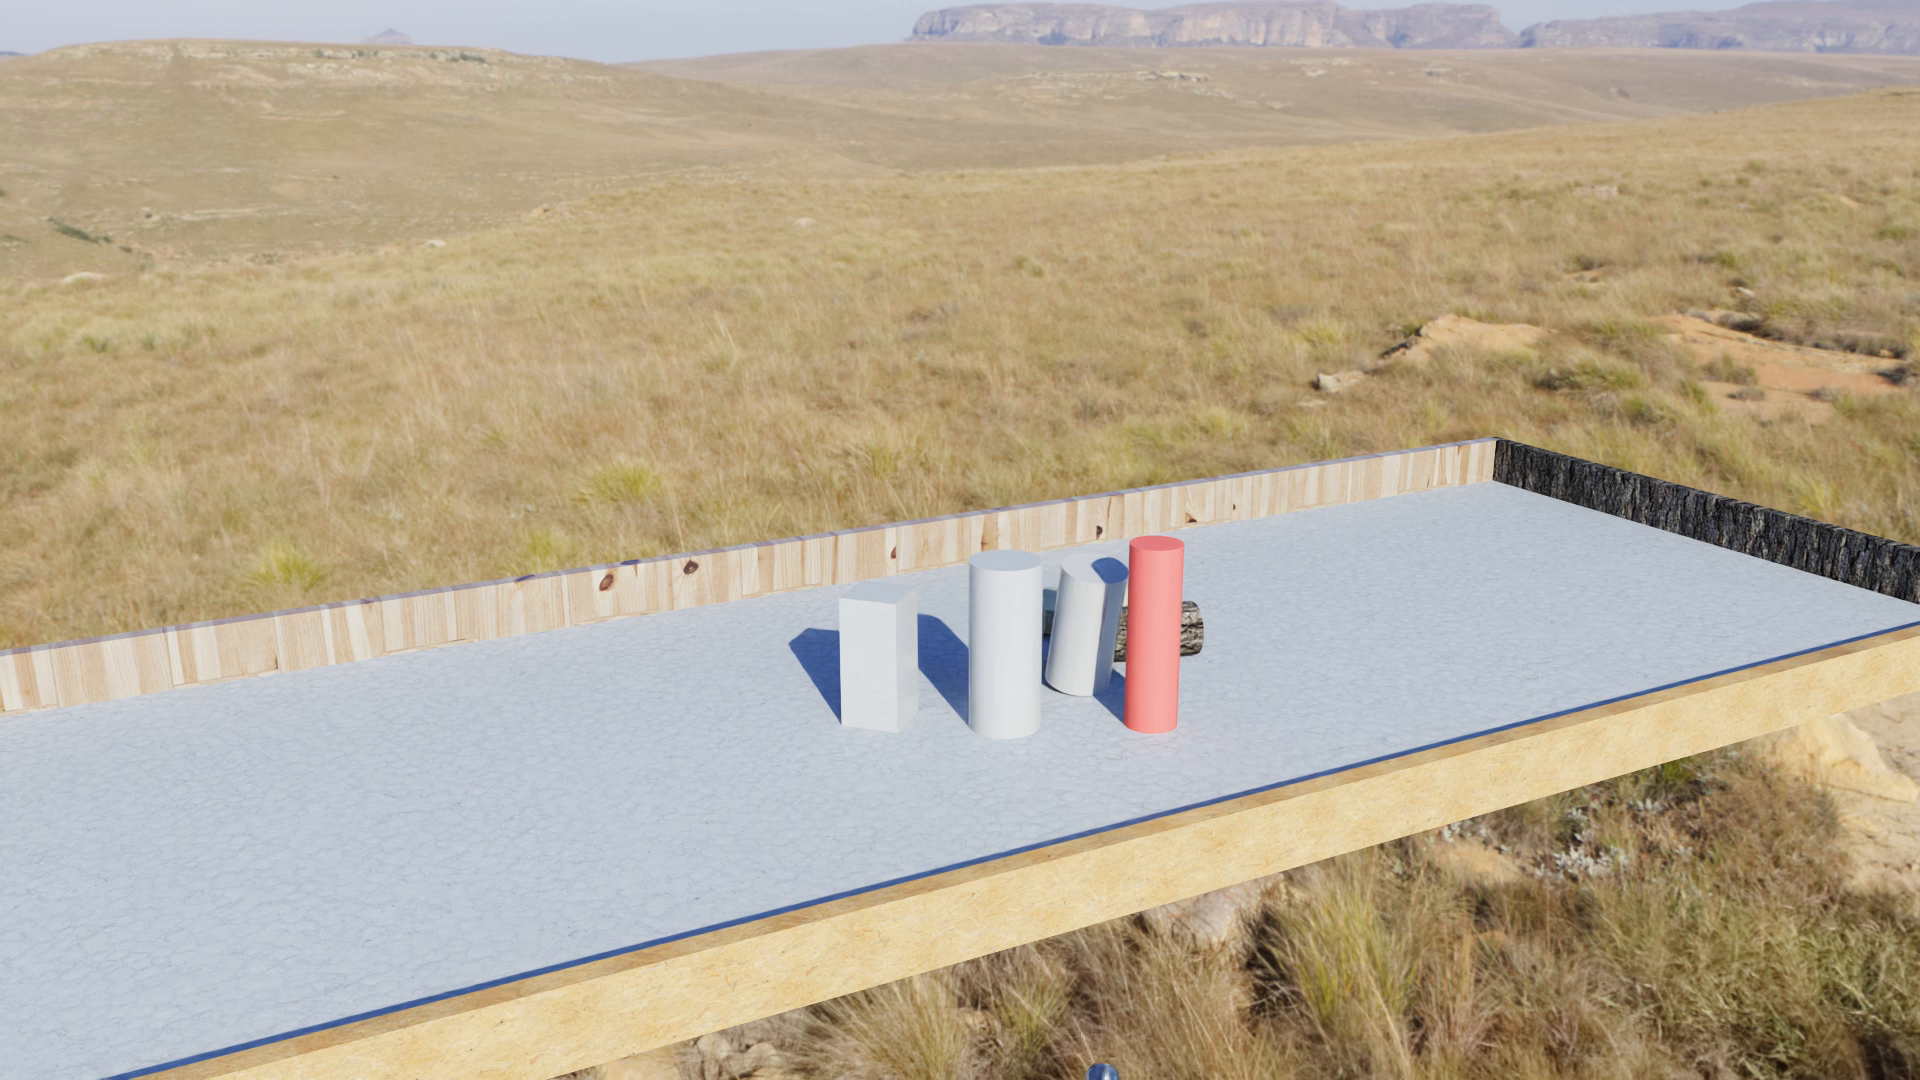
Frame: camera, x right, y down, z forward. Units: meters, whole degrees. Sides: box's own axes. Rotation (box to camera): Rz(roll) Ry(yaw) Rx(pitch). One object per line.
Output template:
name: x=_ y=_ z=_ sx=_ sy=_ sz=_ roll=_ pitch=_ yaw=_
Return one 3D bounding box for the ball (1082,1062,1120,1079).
ball: x=0.675 y=2.587 z=7.858 sx=0.184 sy=0.184 sz=0.184 roll=0 pitch=16 yaw=0

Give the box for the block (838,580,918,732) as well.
block: x=-0.189 y=0.272 z=3.871 sx=0.140 sy=0.315 sz=0.140 roll=5 pitch=17 yaw=18

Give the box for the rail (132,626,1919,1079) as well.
rail: x=-2.336 y=1.006 z=1.665 sx=12.000 sy=0.150 sz=0.050 roll=-9 pitch=18 yaw=-27

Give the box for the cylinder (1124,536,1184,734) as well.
cylinder: x=0.449 y=0.219 z=3.822 sx=0.125 sy=0.443 sz=0.125 roll=0 pitch=16 yaw=0

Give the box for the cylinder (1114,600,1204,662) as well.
cylinder: x=0.436 y=0.242 z=4.281 sx=0.364 sy=0.141 sz=0.141 roll=-4 pitch=17 yaw=-14

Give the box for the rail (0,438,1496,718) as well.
rail: x=-3.305 y=0.497 z=3.399 sx=12.000 sy=0.150 sz=0.050 roll=-9 pitch=18 yaw=-27

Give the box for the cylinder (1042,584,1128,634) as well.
cylinder: x=0.382 y=0.182 z=4.514 sx=0.342 sy=0.125 sz=0.125 roll=-4 pitch=17 yaw=-13

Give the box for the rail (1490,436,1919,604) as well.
rail: x=2.466 y=-0.048 z=5.253 sx=0.050 sy=0.150 sz=2.100 roll=-9 pitch=18 yaw=-27

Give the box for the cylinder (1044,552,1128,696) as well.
cylinder: x=0.309 y=0.207 z=4.049 sx=0.163 sy=0.313 sz=0.163 roll=5 pitch=26 yaw=-3

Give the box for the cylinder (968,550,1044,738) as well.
cylinder: x=0.105 y=0.240 z=3.822 sx=0.171 sy=0.404 sz=0.171 roll=0 pitch=16 yaw=0
